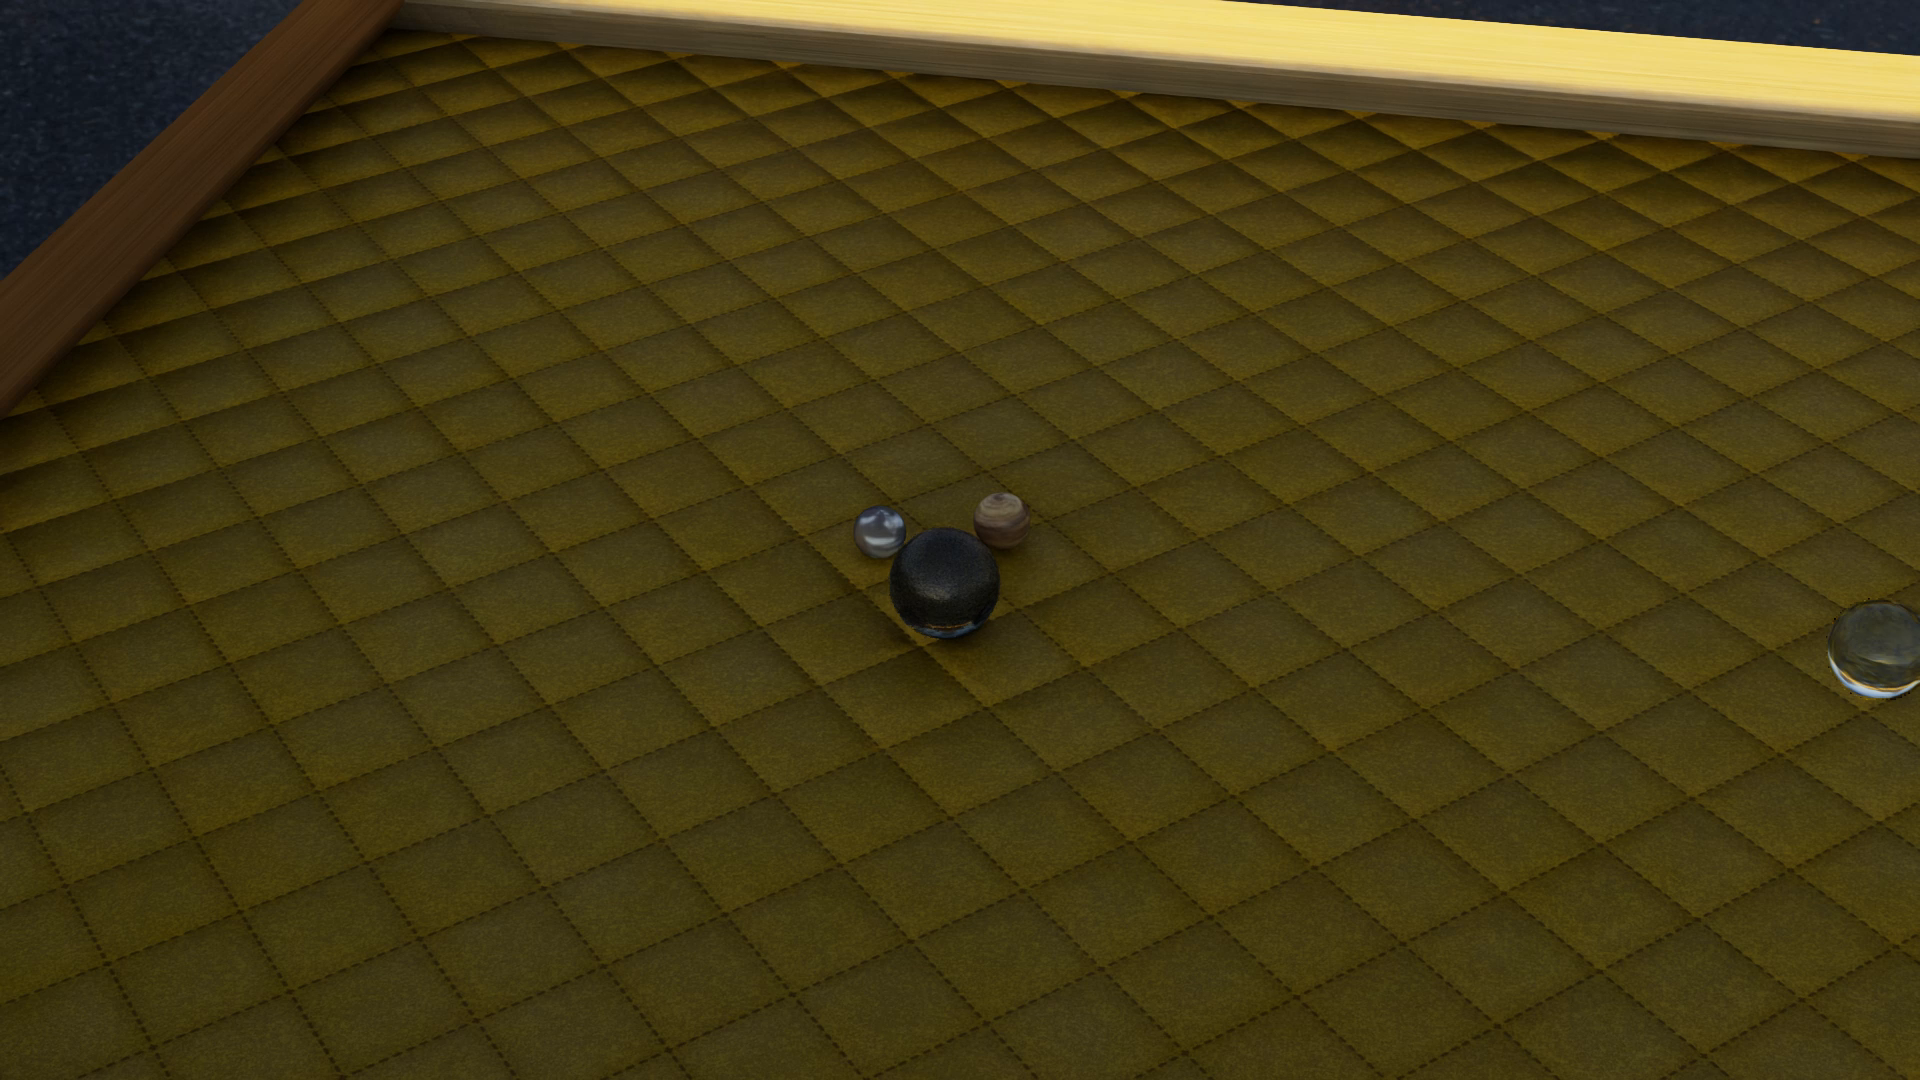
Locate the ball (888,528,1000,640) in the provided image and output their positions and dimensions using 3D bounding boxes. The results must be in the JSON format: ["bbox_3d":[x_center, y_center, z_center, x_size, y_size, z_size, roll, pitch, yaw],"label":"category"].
[{"bbox_3d":[-0.011,0.032,1.924,0.084,0.084,0.084,0,34,0],"label":"ball"}]

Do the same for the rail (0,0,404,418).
[{"bbox_3d":[-0.810,-0.117,2.119,0.045,0.109,1.837,7,35,10],"label":"rail"}]

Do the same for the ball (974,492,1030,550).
[{"bbox_3d":[0.033,-0.015,2.027,0.046,0.046,0.046,0,34,0],"label":"ball"}]

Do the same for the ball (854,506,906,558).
[{"bbox_3d":[-0.063,-0.006,2.017,0.042,0.042,0.042,0,34,0],"label":"ball"}]

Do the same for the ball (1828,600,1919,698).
[{"bbox_3d":[0.668,0.079,1.865,0.072,0.072,0.072,0,34,0],"label":"ball"}]

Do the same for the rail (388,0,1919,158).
[{"bbox_3d":[1.016,-0.417,2.560,3.406,0.109,0.045,7,35,10],"label":"rail"}]
